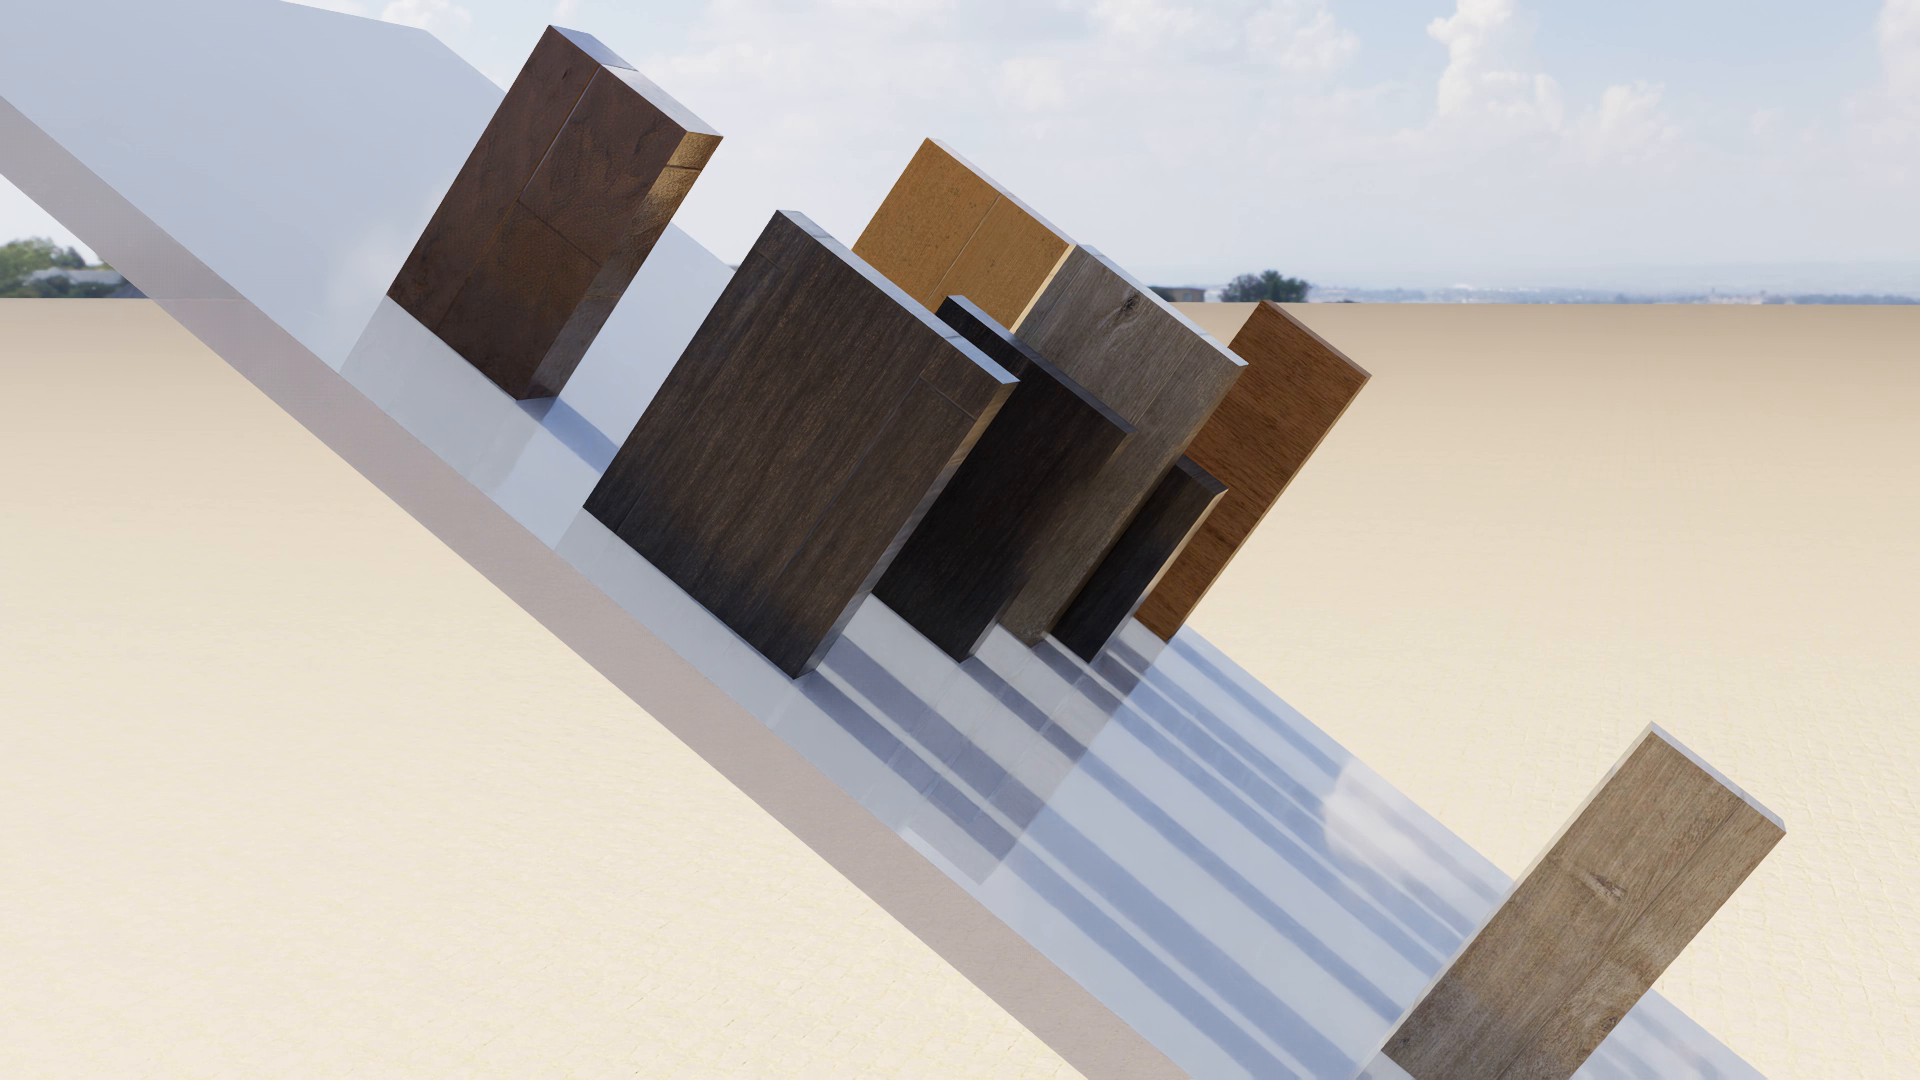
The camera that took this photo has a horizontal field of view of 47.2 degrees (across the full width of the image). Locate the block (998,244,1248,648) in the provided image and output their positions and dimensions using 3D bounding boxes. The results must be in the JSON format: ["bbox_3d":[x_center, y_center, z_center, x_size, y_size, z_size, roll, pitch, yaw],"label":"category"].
[{"bbox_3d":[0.188,-0.174,4.115,0.372,0.657,0.105,38,16,10],"label":"block"}]

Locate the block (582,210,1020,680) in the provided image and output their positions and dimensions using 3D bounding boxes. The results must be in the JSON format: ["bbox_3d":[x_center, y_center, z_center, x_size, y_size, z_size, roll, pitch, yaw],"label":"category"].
[{"bbox_3d":[-0.245,-0.143,3.305,0.427,0.554,0.092,38,16,10],"label":"block"}]

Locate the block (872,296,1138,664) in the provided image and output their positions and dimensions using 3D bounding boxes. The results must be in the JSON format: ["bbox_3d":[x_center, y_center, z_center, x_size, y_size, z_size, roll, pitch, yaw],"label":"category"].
[{"bbox_3d":[0.002,-0.106,3.817,0.389,0.500,0.089,38,16,10],"label":"block"}]

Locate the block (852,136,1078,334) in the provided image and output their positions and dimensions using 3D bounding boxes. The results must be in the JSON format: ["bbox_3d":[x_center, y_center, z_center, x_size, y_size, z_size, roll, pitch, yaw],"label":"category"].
[{"bbox_3d":[-0.077,-0.477,4.556,0.371,0.596,0.098,38,16,10],"label":"block"}]

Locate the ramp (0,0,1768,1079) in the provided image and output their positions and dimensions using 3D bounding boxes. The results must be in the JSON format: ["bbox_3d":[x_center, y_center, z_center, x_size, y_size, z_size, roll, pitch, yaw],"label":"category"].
[{"bbox_3d":[-0.072,0.137,4.073,4.000,0.100,2.000,38,16,10],"label":"ramp"}]

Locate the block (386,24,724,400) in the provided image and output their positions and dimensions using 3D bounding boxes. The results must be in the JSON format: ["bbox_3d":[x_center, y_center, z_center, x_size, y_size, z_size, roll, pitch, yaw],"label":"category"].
[{"bbox_3d":[-0.667,-0.532,3.609,0.293,0.528,0.145,38,16,10],"label":"block"}]

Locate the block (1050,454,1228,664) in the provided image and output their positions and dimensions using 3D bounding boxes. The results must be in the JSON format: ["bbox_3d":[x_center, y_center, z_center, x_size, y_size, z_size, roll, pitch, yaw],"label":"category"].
[{"bbox_3d":[0.281,-0.014,4.293,0.274,0.415,0.143,38,16,10],"label":"block"}]

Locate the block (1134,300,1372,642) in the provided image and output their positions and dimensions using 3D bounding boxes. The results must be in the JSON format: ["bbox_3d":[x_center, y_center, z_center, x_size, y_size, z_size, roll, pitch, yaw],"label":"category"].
[{"bbox_3d":[0.551,-0.147,4.700,0.271,0.707,0.106,38,16,10],"label":"block"}]

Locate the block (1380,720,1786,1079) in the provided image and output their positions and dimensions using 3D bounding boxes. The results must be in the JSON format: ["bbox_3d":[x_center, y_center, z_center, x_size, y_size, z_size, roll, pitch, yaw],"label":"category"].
[{"bbox_3d":[0.956,0.615,3.403,0.242,0.664,0.084,38,16,10],"label":"block"}]
